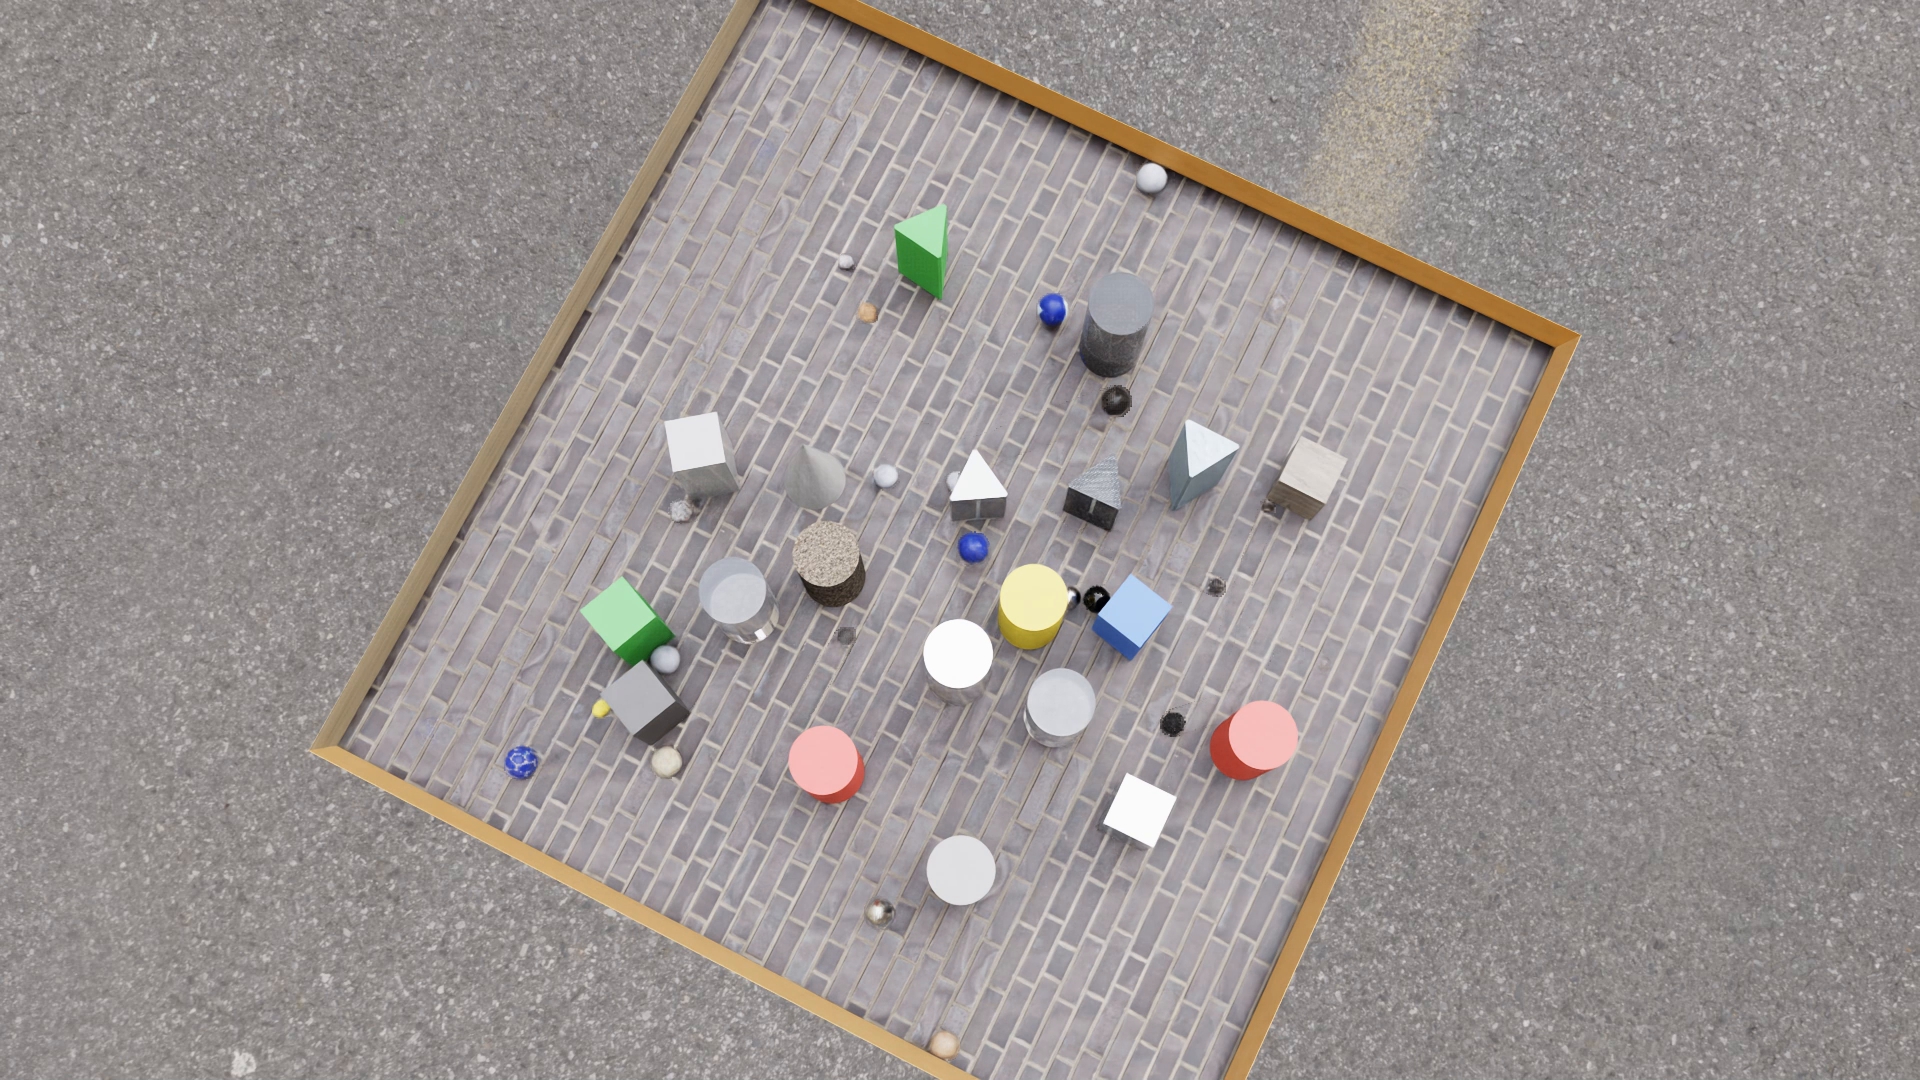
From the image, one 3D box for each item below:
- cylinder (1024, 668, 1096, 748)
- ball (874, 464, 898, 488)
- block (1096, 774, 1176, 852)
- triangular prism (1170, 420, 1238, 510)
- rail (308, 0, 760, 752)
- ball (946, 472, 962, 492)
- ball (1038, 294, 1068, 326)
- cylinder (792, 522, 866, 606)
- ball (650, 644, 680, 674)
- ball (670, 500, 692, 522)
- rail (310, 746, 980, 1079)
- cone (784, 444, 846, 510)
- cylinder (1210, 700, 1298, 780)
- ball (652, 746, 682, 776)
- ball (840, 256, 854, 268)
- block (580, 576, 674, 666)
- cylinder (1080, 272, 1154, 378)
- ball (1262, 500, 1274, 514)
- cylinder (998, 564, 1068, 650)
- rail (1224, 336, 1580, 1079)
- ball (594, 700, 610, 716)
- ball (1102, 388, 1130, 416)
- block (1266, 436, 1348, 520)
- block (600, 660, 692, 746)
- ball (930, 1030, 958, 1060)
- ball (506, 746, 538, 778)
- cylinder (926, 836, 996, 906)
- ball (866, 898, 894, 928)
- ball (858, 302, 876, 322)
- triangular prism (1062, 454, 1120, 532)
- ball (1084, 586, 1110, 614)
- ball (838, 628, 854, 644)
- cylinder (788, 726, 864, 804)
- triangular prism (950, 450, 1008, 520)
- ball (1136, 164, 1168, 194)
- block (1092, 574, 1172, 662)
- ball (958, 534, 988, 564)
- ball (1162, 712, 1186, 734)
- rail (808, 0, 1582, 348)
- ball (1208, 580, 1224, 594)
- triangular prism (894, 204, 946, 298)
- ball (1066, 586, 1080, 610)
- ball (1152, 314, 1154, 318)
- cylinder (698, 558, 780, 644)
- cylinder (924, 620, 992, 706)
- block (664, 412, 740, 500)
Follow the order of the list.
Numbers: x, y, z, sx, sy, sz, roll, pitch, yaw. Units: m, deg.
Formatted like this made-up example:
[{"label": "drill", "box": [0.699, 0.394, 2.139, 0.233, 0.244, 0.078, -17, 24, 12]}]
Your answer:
[{"label": "cylinder", "box": [0.287, 0.492, 5.338, 0.192, 0.346, 0.192, 0, 78, 0]}, {"label": "ball", "box": [-0.228, -0.196, 5.620, 0.073, 0.073, 0.073, 0, 78, 0]}, {"label": "block", "box": [0.504, 0.789, 5.288, 0.154, 0.324, 0.154, 26, 79, 5]}, {"label": "triangular prism", "box": [0.687, -0.238, 5.440, 0.166, 0.443, 0.144, -32, 80, -6]}, {"label": "rail", "box": [-1.250, -0.605, 5.677, 0.045, 0.125, 2.843, 26, 80, 5]}, {"label": "ball", "box": [-0.012, -0.177, 5.623, 0.059, 0.059, 0.059, 0, 78, 0]}, {"label": "ball", "box": [0.291, -0.717, 5.716, 0.096, 0.096, 0.096, 0, 78, 0]}, {"label": "cylinder", "box": [-0.384, 0.075, 5.423, 0.192, 0.350, 0.192, 0, 78, 0]}, {"label": "ball", "box": [-0.884, 0.358, 5.497, 0.089, 0.089, 0.089, 0, 78, 0]}, {"label": "ball", "box": [-0.853, -0.088, 5.603, 0.063, 0.063, 0.063, 0, 78, 0]}, {"label": "rail", "box": [-0.625, 1.231, 5.297, 2.842, 0.125, 0.045, 26, 80, 5]}, {"label": "cone", "box": [-0.448, -0.231, 5.444, 0.192, 0.431, 0.192, 0, 78, 0]}, {"label": "cylinder", "box": [0.844, 0.583, 5.293, 0.192, 0.398, 0.192, 0, 78, 0]}, {"label": "ball", "box": [-0.870, 0.657, 5.436, 0.088, 0.088, 0.088, 0, 78, 0]}, {"label": "ball", "box": [-0.358, -0.877, 5.776, 0.043, 0.043, 0.043, 0, 78, 0]}, {"label": "block", "box": [-0.970, 0.246, 5.377, 0.154, 0.369, 0.154, -40, 81, -8]}, {"label": "cylinder", "box": [0.469, -0.644, 5.532, 0.192, 0.427, 0.192, 0, 78, 0]}, {"label": "ball", "box": [0.945, -0.102, 5.617, 0.040, 0.040, 0.040, 0, 78, 0]}, {"label": "cylinder", "box": [0.210, 0.200, 5.386, 0.192, 0.371, 0.192, 0, 78, 0]}, {"label": "rail", "box": [1.250, 0.619, 5.424, 0.045, 0.125, 2.843, 26, 80, 5]}, {"label": "ball", "box": [-1.074, 0.505, 5.488, 0.047, 0.047, 0.047, 0, 78, 0]}, {"label": "ball", "box": [0.480, -0.429, 5.661, 0.087, 0.087, 0.087, 0, 78, 0]}, {"label": "block", "box": [1.045, -0.184, 5.535, 0.154, 0.234, 0.154, 27, 80, 5]}, {"label": "block", "box": [-0.914, 0.479, 5.353, 0.154, 0.322, 0.154, -39, 81, -7]}, {"label": "ball", "box": [-0.047, 1.453, 5.274, 0.082, 0.082, 0.082, 0, 78, 0]}, {"label": "ball", "box": [-1.299, 0.657, 5.432, 0.096, 0.096, 0.096, 0, 78, 0]}, {"label": "cylinder", "box": [0.003, 0.952, 5.263, 0.192, 0.307, 0.192, 0, 78, 0]}, {"label": "ball", "box": [-0.233, 1.087, 5.348, 0.086, 0.086, 0.086, 0, 78, 0]}, {"label": "ball", "box": [-0.290, -0.713, 5.733, 0.060, 0.060, 0.060, 0, 78, 0]}, {"label": "triangular prism", "box": [0.420, -0.156, 5.488, 0.166, 0.315, 0.144, 25, 79, 5]}, {"label": "ball", "box": [0.414, 0.180, 5.538, 0.082, 0.082, 0.082, 0, 78, 0]}, {"label": "ball", "box": [-0.343, 0.291, 5.530, 0.051, 0.051, 0.051, 0, 78, 0]}, {"label": "cylinder", "box": [-0.381, 0.651, 5.285, 0.192, 0.386, 0.192, 0, 78, 0]}, {"label": "triangular prism", "box": [0.049, -0.165, 5.502, 0.166, 0.291, 0.144, -5, 78, -1]}, {"label": "ball", "box": [0.609, -1.145, 5.804, 0.096, 0.096, 0.096, 0, 78, 0]}, {"label": "block", "box": [0.506, 0.232, 5.424, 0.154, 0.283, 0.154, 38, 81, 7]}, {"label": "ball", "box": [0.040, 0.026, 5.564, 0.092, 0.092, 0.092, 0, 78, 0]}, {"label": "ball", "box": [0.638, 0.546, 5.469, 0.068, 0.068, 0.068, 0, 78, 0]}, {"label": "rail", "box": [0.625, -1.218, 5.804, 2.842, 0.125, 0.045, 26, 80, 5]}, {"label": "ball", "box": [0.779, 0.142, 5.563, 0.047, 0.047, 0.047, 0, 78, 0]}, {"label": "triangular prism", "box": [-0.086, -0.901, 5.613, 0.166, 0.371, 0.144, 35, 80, 7]}, {"label": "ball", "box": [0.330, 0.175, 5.543, 0.073, 0.073, 0.073, 0, 78, 0]}, {"label": "ball", "box": [0.575, -0.712, 5.731, 0.063, 0.063, 0.063, 0, 78, 0]}, {"label": "cylinder", "box": [-0.645, 0.181, 5.382, 0.192, 0.385, 0.192, 0, 78, 0]}, {"label": "cylinder", "box": [-0.005, 0.361, 5.317, 0.192, 0.440, 0.192, 0, 78, 0]}, {"label": "block", "box": [-0.767, -0.247, 5.481, 0.154, 0.366, 0.154, -11, 79, -2]}]
